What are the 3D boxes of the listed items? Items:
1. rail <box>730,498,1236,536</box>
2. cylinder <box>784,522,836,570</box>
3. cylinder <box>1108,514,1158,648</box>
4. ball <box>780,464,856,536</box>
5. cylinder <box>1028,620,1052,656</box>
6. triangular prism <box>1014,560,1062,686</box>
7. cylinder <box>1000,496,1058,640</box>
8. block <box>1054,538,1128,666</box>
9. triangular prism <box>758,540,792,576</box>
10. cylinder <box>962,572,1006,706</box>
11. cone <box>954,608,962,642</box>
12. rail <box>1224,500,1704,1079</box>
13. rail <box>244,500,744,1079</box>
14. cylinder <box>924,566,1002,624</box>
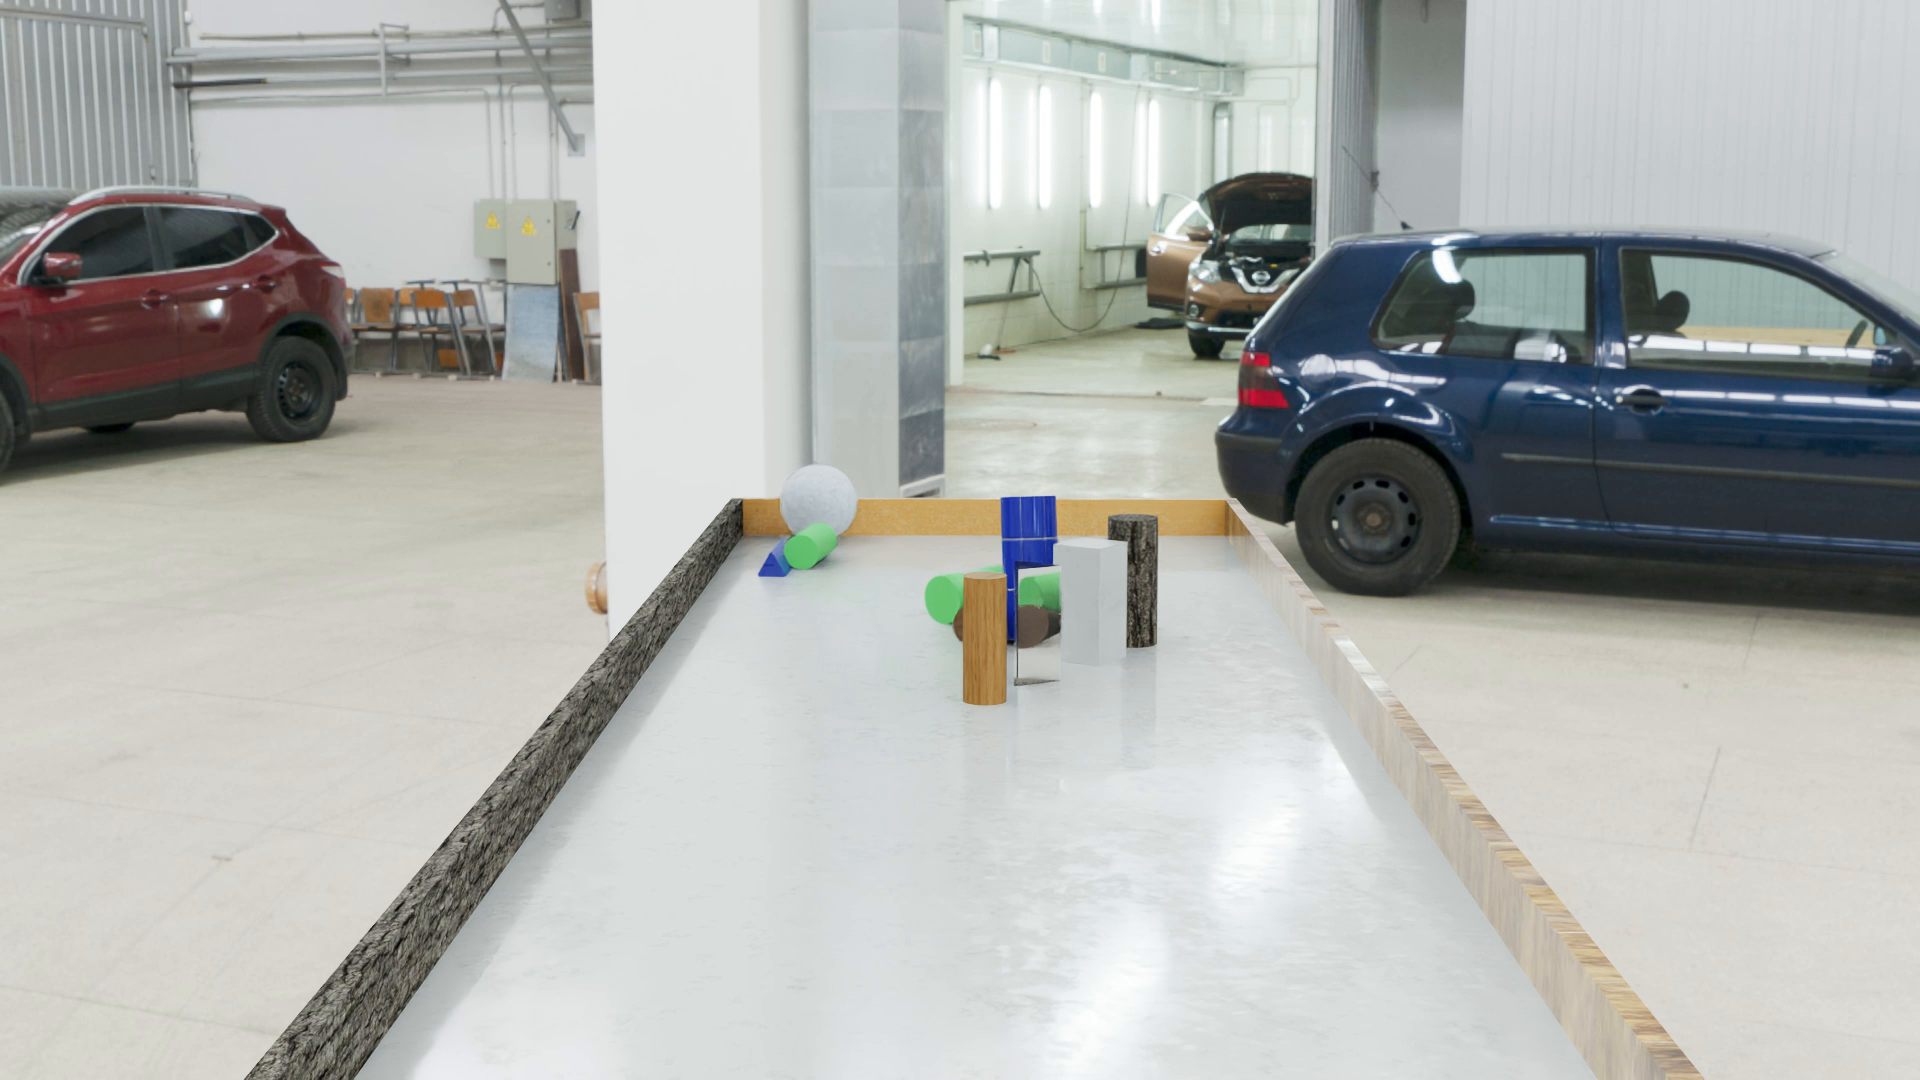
[{"bbox_3d":[0.099,-0.098,9.147,2.100,0.150,0.050,0,9,1],"label":"rail"},{"bbox_3d":[-0.572,0.022,8.450,0.132,0.132,0.325,1,9,9],"label":"cylinder"},{"bbox_3d":[0.544,0.127,6.926,0.158,0.400,0.158,0,9,0],"label":"cylinder"},{"bbox_3d":[-0.580,-0.152,8.963,0.315,0.315,0.315,0,9,0],"label":"ball"},{"bbox_3d":[0.359,0.281,6.909,0.103,0.103,0.405,6,11,31],"label":"cylinder"},{"bbox_3d":[0.196,0.238,6.416,0.153,0.341,0.133,-5,10,-27],"label":"triangular prism"},{"bbox_3d":[0.223,0.086,6.964,0.178,0.449,0.178,-2,1,0],"label":"cylinder"},{"bbox_3d":[0.395,0.186,6.690,0.164,0.359,0.164,6,11,34],"label":"block"},{"bbox_3d":[-0.692,0.064,8.303,0.104,0.090,0.329,0,9,2],"label":"triangular prism"},{"bbox_3d":[0.069,0.274,6.141,0.123,0.356,0.123,0,9,0],"label":"cylinder"},{"bbox_3d":[0.073,0.273,7.072,0.138,0.138,0.365,1,-2,9],"label":"cone"},{"bbox_3d":[1.046,0.843,3.208,0.050,0.150,12.000,0,9,1],"label":"rail"},{"bbox_3d":[-1.004,0.839,3.234,0.050,0.150,12.000,0,9,1],"label":"rail"},{"bbox_3d":[0.091,0.174,7.398,0.160,0.160,0.428,9,13,44],"label":"cylinder"}]
